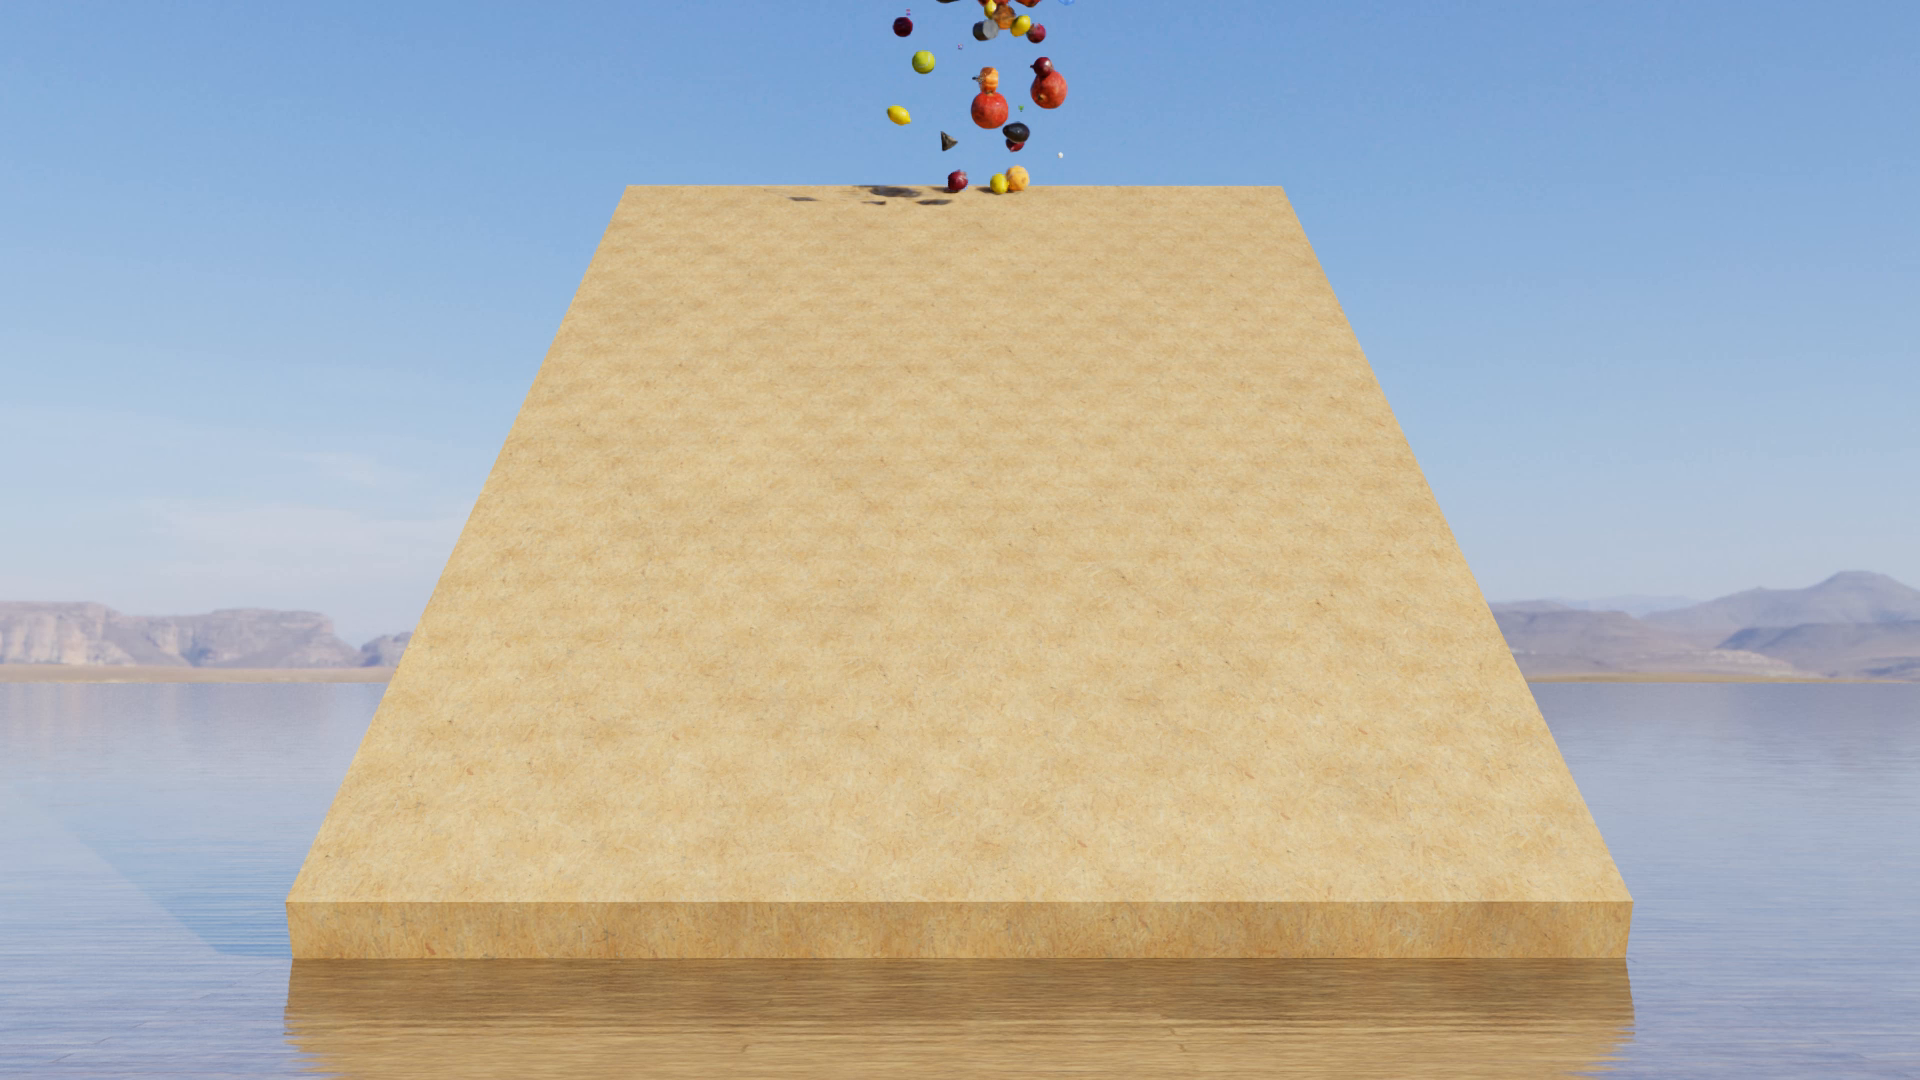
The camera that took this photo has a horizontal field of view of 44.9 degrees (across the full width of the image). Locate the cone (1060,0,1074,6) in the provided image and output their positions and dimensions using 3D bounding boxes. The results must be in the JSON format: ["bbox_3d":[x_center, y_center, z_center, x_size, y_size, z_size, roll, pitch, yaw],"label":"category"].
[{"bbox_3d":[0.312,-1.552,6.638,0.054,0.054,0.054,-1,7,15],"label":"cone"}]

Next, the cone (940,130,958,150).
[{"bbox_3d":[-0.042,-1.168,6.755,0.053,0.053,0.053,-27,23,12],"label":"cone"}]

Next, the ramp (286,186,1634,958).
[{"bbox_3d":[-0.008,-0.228,5.297,2.000,0.100,4.000,0,24,0],"label":"ramp"}]
